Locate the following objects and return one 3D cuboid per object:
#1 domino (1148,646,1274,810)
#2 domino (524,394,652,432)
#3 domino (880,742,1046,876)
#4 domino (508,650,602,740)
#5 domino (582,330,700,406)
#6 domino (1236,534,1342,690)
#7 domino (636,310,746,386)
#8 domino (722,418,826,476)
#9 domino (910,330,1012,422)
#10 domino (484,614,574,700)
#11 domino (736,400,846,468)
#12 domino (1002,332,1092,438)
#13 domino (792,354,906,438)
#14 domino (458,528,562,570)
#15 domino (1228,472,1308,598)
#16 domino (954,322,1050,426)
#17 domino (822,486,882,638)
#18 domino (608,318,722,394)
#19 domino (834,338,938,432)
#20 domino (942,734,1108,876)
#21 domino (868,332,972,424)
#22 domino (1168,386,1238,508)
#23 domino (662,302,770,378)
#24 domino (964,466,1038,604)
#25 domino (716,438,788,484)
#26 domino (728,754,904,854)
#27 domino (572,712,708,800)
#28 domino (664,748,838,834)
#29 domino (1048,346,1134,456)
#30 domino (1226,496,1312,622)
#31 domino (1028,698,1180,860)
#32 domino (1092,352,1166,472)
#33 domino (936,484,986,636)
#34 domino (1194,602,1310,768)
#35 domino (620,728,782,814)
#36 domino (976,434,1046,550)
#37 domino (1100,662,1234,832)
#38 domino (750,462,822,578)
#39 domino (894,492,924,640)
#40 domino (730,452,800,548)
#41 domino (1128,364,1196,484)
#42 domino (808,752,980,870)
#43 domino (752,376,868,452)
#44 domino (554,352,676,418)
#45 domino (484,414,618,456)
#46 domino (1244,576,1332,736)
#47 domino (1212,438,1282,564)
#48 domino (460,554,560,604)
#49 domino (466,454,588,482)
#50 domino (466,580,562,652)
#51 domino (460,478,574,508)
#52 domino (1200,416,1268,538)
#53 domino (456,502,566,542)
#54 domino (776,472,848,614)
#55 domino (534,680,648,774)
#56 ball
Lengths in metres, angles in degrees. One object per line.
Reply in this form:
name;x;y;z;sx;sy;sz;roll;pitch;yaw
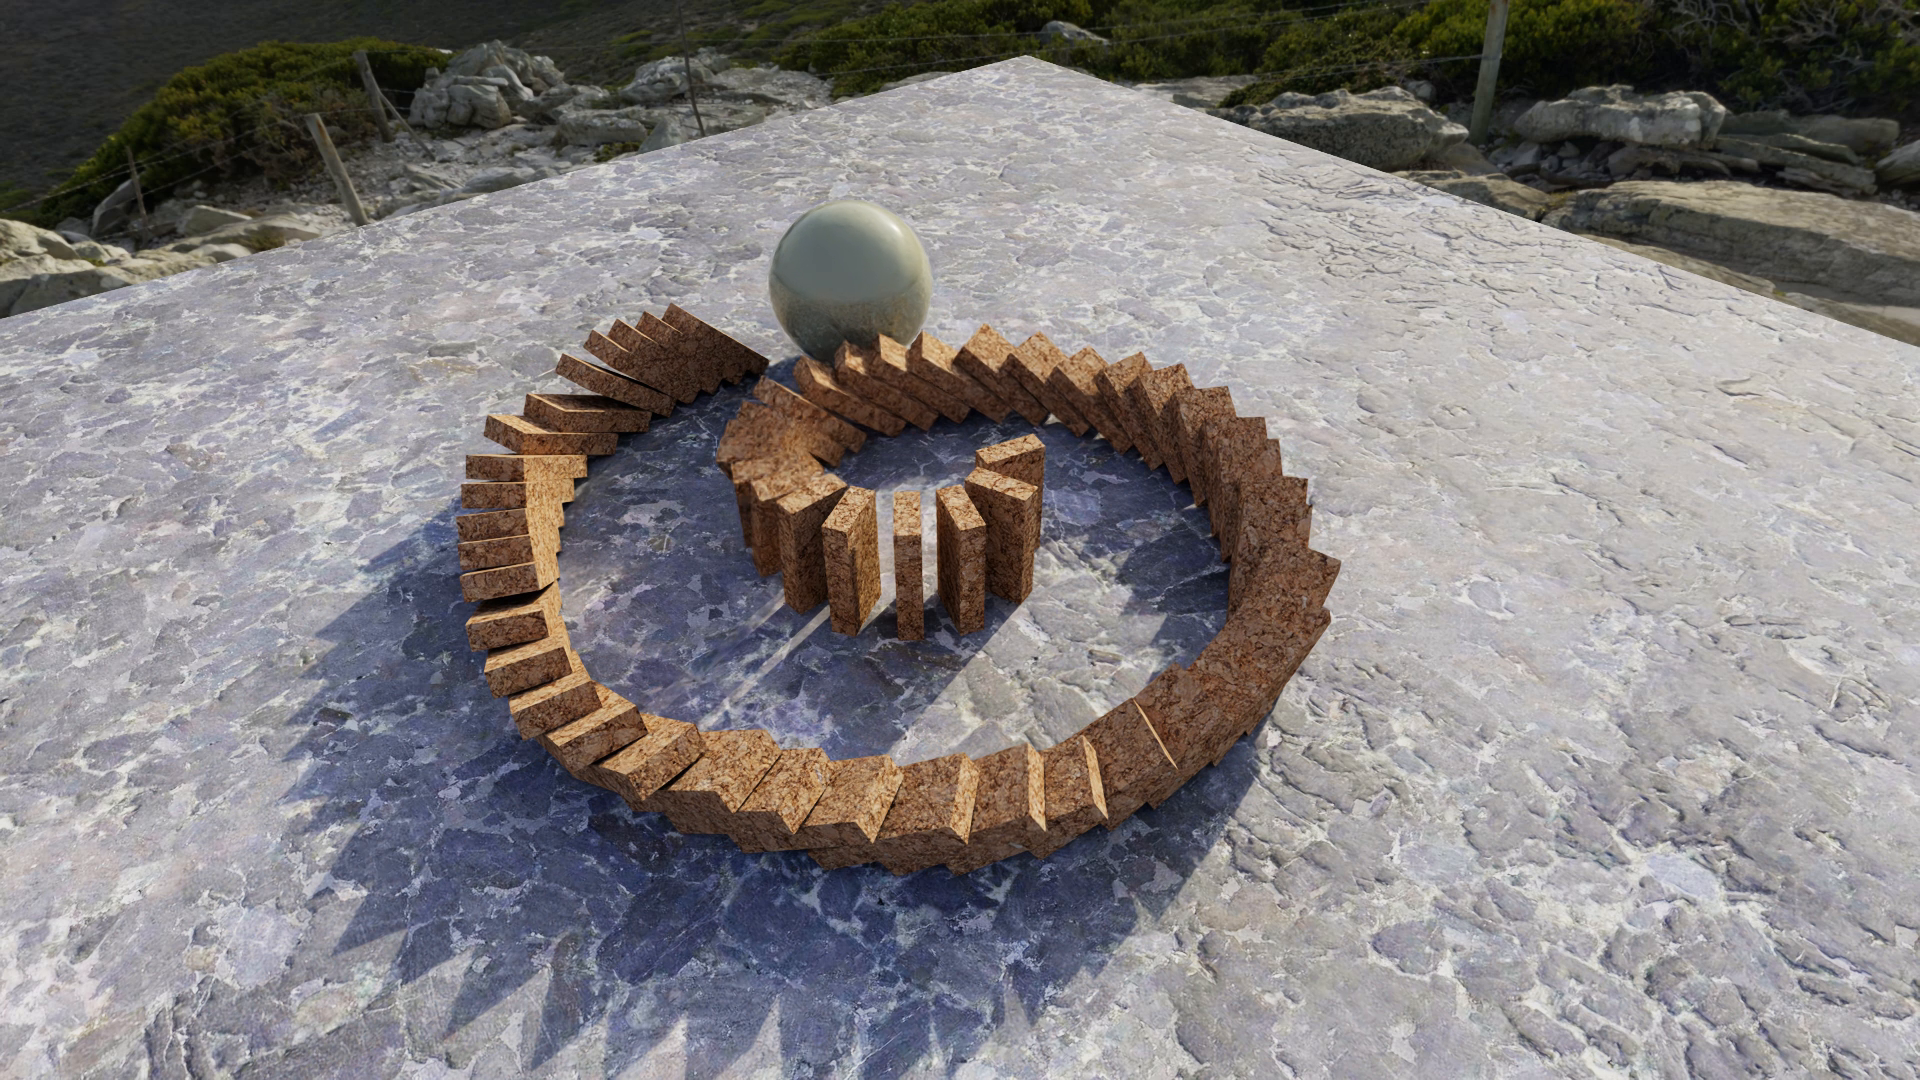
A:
domino;0.072;0.060;0.353;0.050;0.009;0.025;-40;48;-3
domino;-0.167;-0.057;0.496;0.025;0.010;0.050;24;17;26
domino;0.001;0.080;0.325;0.050;0.010;0.025;-23;37;21
domino;-0.135;0.050;0.363;0.025;0.009;0.050;-23;15;-21
domino;-0.149;-0.080;0.516;0.025;0.050;0.010;33;94;34
domino;0.114;0.025;0.393;0.025;0.009;0.050;24;74;23
domino;-0.129;-0.092;0.530;0.025;0.050;0.010;33;94;34
domino;-0.077;-0.035;0.458;0.025;0.050;0.009;13;79;15
domino;0.001;-0.077;0.516;0.050;0.010;0.025;28;33;-22
domino;-0.147;0.039;0.377;0.025;0.009;0.050;-19;14;-17
domino;-0.072;-0.045;0.472;0.025;0.050;0.009;19;87;22
domino;0.046;-0.073;0.514;0.050;0.009;0.025;44;51;5
domino;-0.050;-0.065;0.501;0.050;0.009;0.025;21;26;-36
domino;-0.170;0.003;0.419;0.025;0.009;0.050;-8;5;-9
domino;0.119;-0.001;0.425;0.025;0.009;0.050;8;71;9
domino;0.024;-0.078;0.519;0.050;0.010;0.025;39;45;-3
domino;-0.039;0.008;0.401;0.009;0.050;0.025;13;41;15
domino;-0.140;-0.087;0.523;0.025;0.050;0.010;33;94;36
domino;-0.034;-0.072;0.509;0.050;0.010;0.025;27;30;-24
domino;0.018;0.079;0.328;0.050;0.009;0.025;-25;36;16
domino;-0.019;-0.075;0.513;0.050;0.009;0.025;27;30;-24
domino;0.108;-0.040;0.471;0.025;0.009;0.050;-7;73;-14
domino;-0.118;-0.097;0.536;0.025;0.050;0.010;33;94;34
domino;0.015;-0.001;0.413;0.025;0.050;0.009;20;44;23
domino;-0.078;-0.025;0.445;0.025;0.050;0.010;7;72;8
domino;-0.043;0.079;0.328;0.050;0.010;0.025;-14;31;32
domino;-0.103;0.066;0.344;0.050;0.010;0.025;-2;27;48
domino;-0.064;0.076;0.332;0.050;0.009;0.025;-11;29;36
domino;0.067;-0.064;0.505;0.025;0.009;0.050;-35;78;-35
domino;0.116;0.010;0.411;0.025;0.009;0.050;10;71;10
domino;0.039;0.073;0.335;0.050;0.009;0.025;-34;43;7
domino;0.084;-0.058;0.494;0.025;0.009;0.050;-26;80;-29
domino;0.000;0.008;0.402;0.010;0.050;0.025;-13;41;-16
domino;0.090;0.048;0.366;0.025;0.009;0.050;37;80;34
domino;-0.080;0.071;0.337;0.050;0.009;0.025;-10;30;39
domino;0.019;-0.015;0.430;0.025;0.050;0.009;-18;43;-21
domino;0.057;0.064;0.344;0.050;0.009;0.025;-41;48;1
domino;-0.066;-0.007;0.419;0.025;0.050;0.009;-19;61;-22
domino;-0.018;0.010;0.399;0.009;0.050;0.025;-1;39;-2
domino;-0.074;-0.015;0.430;0.025;0.050;0.010;-9;63;-10
domino;0.097;-0.051;0.484;0.025;0.009;0.050;-18;77;-25
domino;-0.020;0.080;0.325;0.050;0.009;0.025;-18;36;27
domino;-0.066;-0.055;0.485;0.025;0.009;0.050;34;6;34
domino;-0.157;-0.071;0.506;0.025;0.009;0.050;26;5;28
domino;-0.178;-0.046;0.481;0.025;0.010;0.050;24;16;27
domino;0.102;0.039;0.378;0.025;0.009;0.050;32;77;33
domino;0.117;-0.016;0.442;0.025;0.009;0.050;0;71;-1
domino;-0.165;0.013;0.406;0.025;0.009;0.050;-10;6;-12
domino;-0.180;-0.031;0.459;0.025;0.009;0.050;3;6;9
domino;-0.159;0.026;0.394;0.025;0.009;0.050;-11;12;-13
domino;-0.178;-0.019;0.446;0.025;0.010;0.050;-1;5;1
domino;0.115;-0.026;0.455;0.025;0.010;0.050;-1;71;-2
domino;-0.175;-0.007;0.430;0.025;0.009;0.050;-7;5;-5
domino;-0.054;0.002;0.409;0.025;0.050;0.009;-31;52;-32
domino;-0.121;0.059;0.353;0.025;0.010;0.050;-28;17;-28
ball;-0.053;-0.125;0.541;0.080;0.080;0.080;0;39;0
